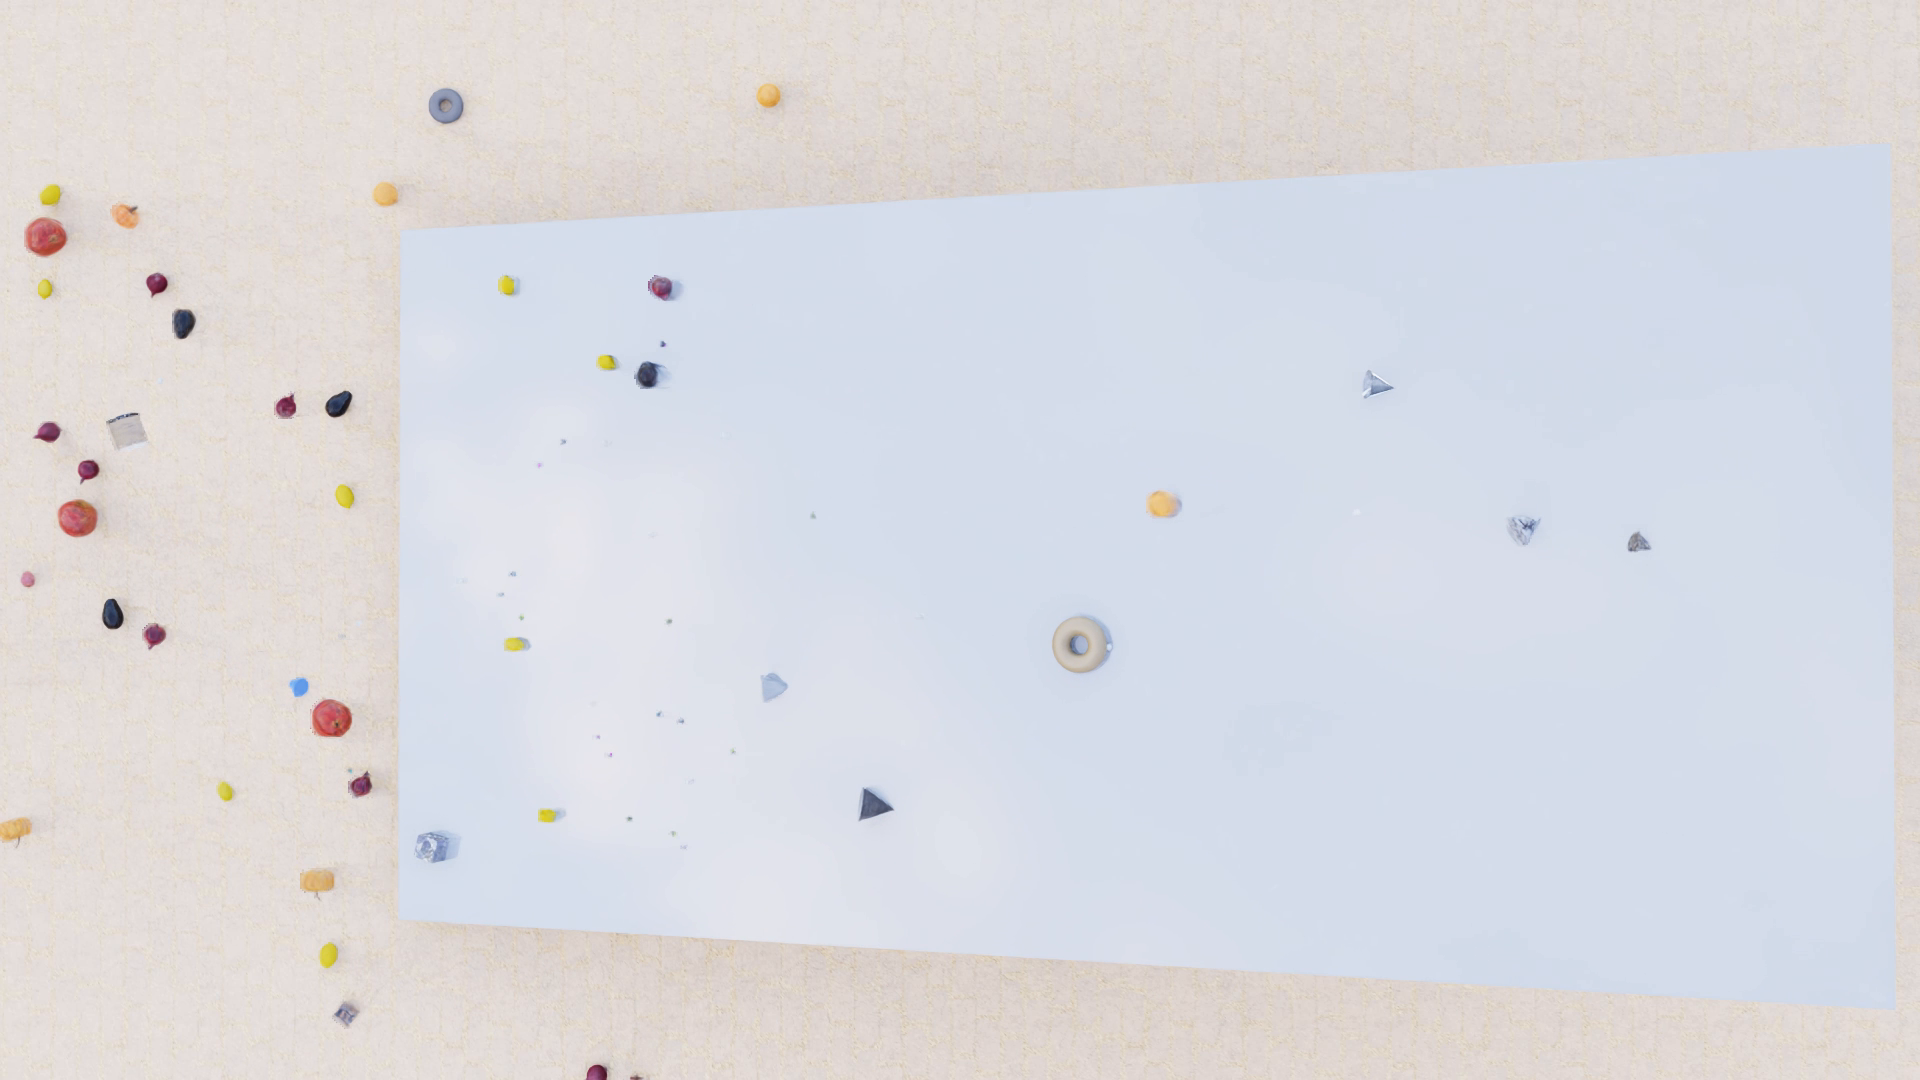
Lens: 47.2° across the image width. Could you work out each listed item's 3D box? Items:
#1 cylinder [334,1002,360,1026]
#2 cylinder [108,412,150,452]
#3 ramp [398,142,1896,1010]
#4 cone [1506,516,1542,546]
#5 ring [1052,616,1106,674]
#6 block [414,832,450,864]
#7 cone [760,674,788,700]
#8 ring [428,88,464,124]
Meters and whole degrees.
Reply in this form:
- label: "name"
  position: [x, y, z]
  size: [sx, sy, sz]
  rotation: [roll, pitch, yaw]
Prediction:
- label: "cylinder"
  position: [-1.794, 1.387, 6.432]
  size: [0.053, 0.053, 0.053]
  rotation: [36, 89, -2]
- label: "cylinder"
  position: [-2.434, -0.315, 6.437]
  size: [0.091, 0.091, 0.091]
  rotation: [-20, 89, 0]
- label: "ramp"
  position: [0.279, 0.091, 5.775]
  size: [4.000, 0.100, 2.000]
  rotation: [0, 89, 19]
- label: "cone"
  position: [1.376, -0.039, 5.324]
  size: [0.079, 0.079, 0.079]
  rotation: [-28, 89, -11]
- label: "ring"
  position: [0.308, 0.271, 5.683]
  size: [0.148, 0.049, 0.148]
  rotation: [1, 93, 21]
- label: "block"
  position: [-1.514, 0.881, 6.298]
  size: [0.065, 0.065, 0.065]
  rotation: [15, 94, 19]
- label: "cone"
  position: [-0.499, 0.399, 5.970]
  size: [0.074, 0.074, 0.074]
  rotation: [0, 89, -19]
- label: "ring"
  position: [-1.515, -1.279, 6.479]
  size: [0.104, 0.035, 0.104]
  rotation: [0, 89, 1]
